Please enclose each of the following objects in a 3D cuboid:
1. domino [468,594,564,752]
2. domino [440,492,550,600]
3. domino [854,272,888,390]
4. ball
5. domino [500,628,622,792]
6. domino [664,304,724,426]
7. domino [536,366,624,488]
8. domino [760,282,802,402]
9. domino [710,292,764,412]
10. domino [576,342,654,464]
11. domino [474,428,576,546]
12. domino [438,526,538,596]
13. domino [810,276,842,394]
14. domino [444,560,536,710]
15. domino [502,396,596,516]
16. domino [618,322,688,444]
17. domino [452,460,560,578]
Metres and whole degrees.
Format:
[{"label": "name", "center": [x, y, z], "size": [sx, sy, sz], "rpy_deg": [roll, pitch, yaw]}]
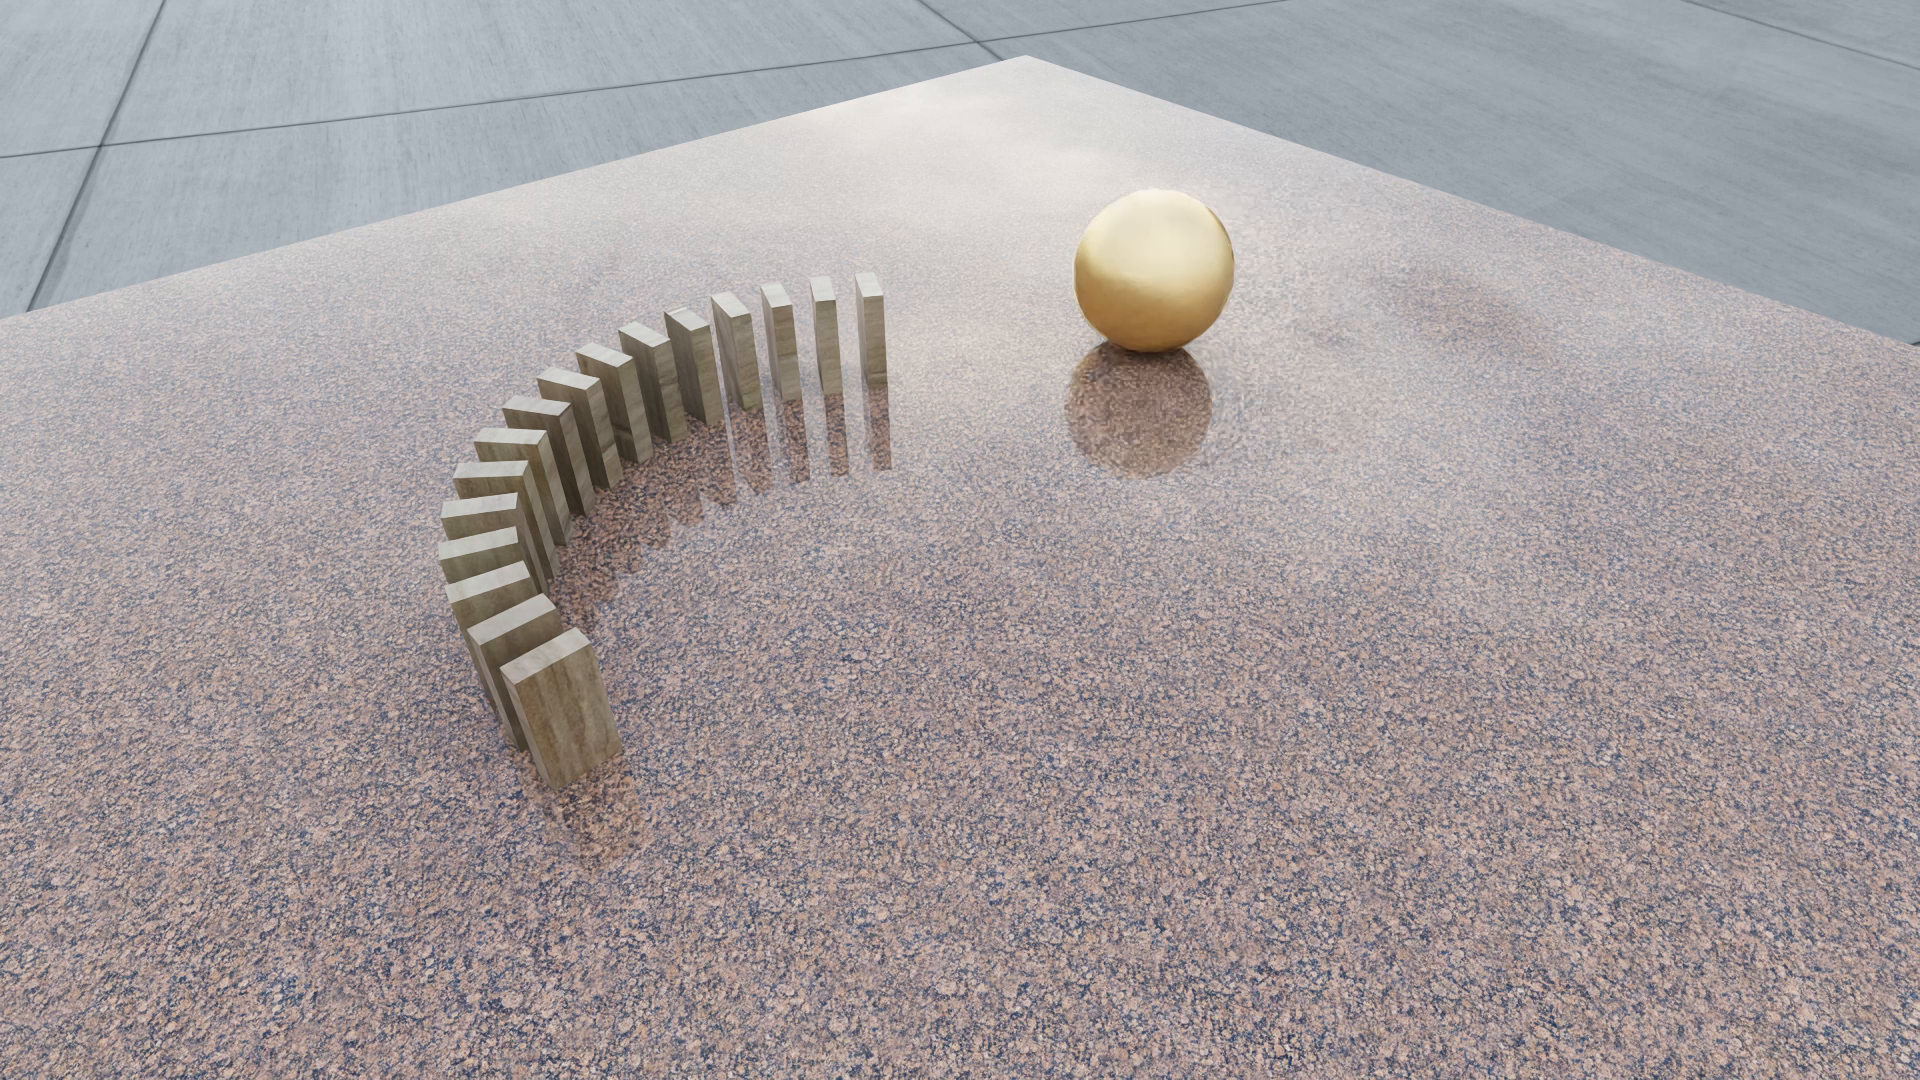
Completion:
[{"label": "domino", "center": [-0.139, 0.044, 0.358], "size": [0.025, 0.050, 0.010], "rpy_deg": [-30, 48, -31]}, {"label": "domino", "center": [-0.169, 0.007, 0.403], "size": [0.025, 0.050, 0.010], "rpy_deg": [-8, 40, -10]}, {"label": "domino", "center": [-0.043, -0.102, 0.535], "size": [0.010, 0.050, 0.025], "rpy_deg": [-9, 40, -10]}, {"label": "ball", "center": [0.097, -0.135, 0.552], "size": [0.080, 0.080, 0.080], "rpy_deg": [0, 39, 0]}, {"label": "domino", "center": [-0.124, 0.054, 0.346], "size": [0.025, 0.050, 0.009], "rpy_deg": [-32, 49, -33]}, {"label": "domino", "center": [-0.123, -0.081, 0.510], "size": [0.010, 0.050, 0.025], "rpy_deg": [-28, 47, -30]}, {"label": "domino", "center": [-0.162, -0.047, 0.469], "size": [0.025, 0.050, 0.009], "rpy_deg": [15, 42, 17]}, {"label": "domino", "center": [-0.086, -0.095, 0.528], "size": [0.009, 0.050, 0.025], "rpy_deg": [-13, 41, -16]}, {"label": "domino", "center": [-0.105, -0.089, 0.520], "size": [0.010, 0.050, 0.025], "rpy_deg": [-21, 44, -24]}, {"label": "domino", "center": [-0.152, -0.060, 0.484], "size": [0.025, 0.050, 0.009], "rpy_deg": [22, 44, 24]}, {"label": "domino", "center": [-0.172, -0.021, 0.437], "size": [0.025, 0.050, 0.009], "rpy_deg": [3, 39, 4]}, {"label": "domino", "center": [-0.163, 0.020, 0.387], "size": [0.025, 0.050, 0.009], "rpy_deg": [-14, 41, -17]}, {"label": "domino", "center": [-0.065, -0.099, 0.532], "size": [0.009, 0.050, 0.025], "rpy_deg": [-8, 40, -9]}, {"label": "domino", "center": [-0.153, 0.033, 0.371], "size": [0.025, 0.050, 0.009], "rpy_deg": [-21, 44, -23]}, {"label": "domino", "center": [-0.169, -0.034, 0.453], "size": [0.025, 0.050, 0.010], "rpy_deg": [9, 40, 11]}, {"label": "domino", "center": [-0.139, -0.071, 0.498], "size": [0.025, 0.050, 0.009], "rpy_deg": [29, 47, 30]}, {"label": "domino", "center": [-0.172, -0.007, 0.420], "size": [0.025, 0.050, 0.009], "rpy_deg": [-3, 39, -3]}]
